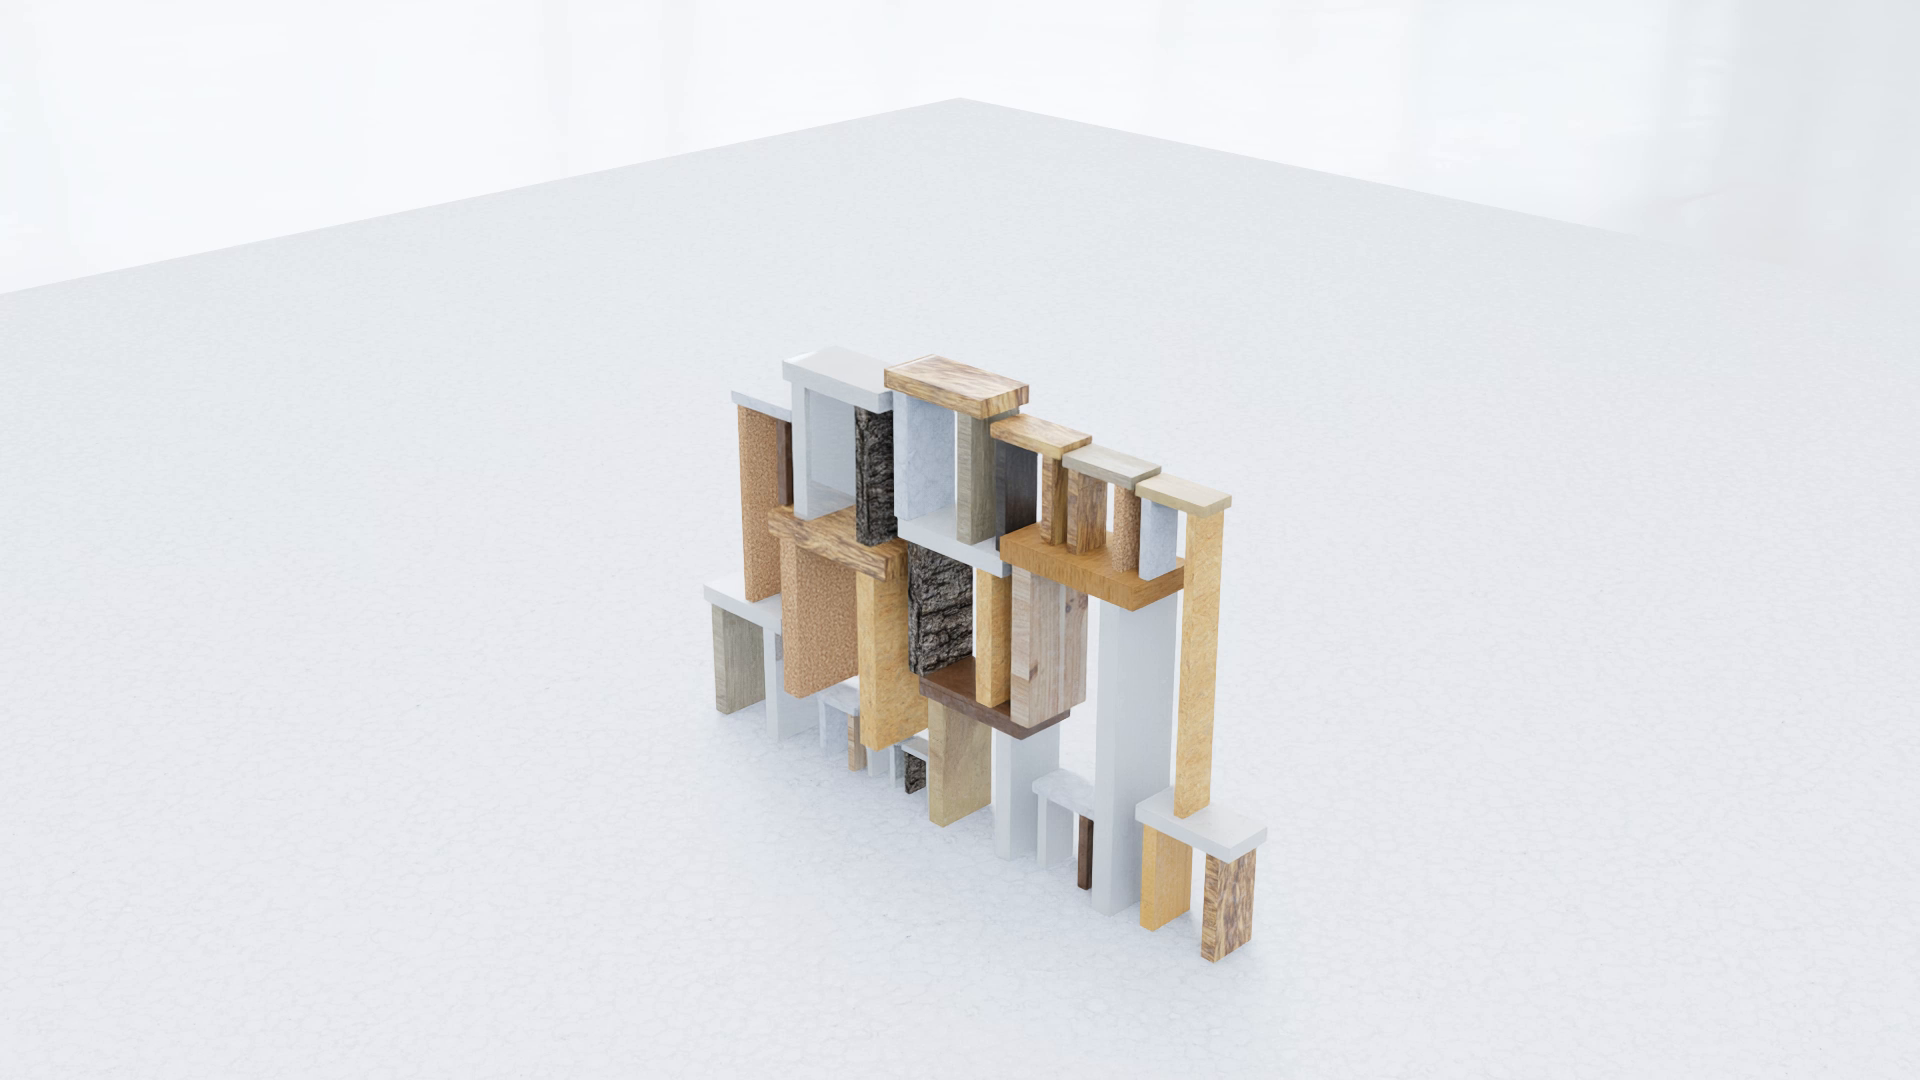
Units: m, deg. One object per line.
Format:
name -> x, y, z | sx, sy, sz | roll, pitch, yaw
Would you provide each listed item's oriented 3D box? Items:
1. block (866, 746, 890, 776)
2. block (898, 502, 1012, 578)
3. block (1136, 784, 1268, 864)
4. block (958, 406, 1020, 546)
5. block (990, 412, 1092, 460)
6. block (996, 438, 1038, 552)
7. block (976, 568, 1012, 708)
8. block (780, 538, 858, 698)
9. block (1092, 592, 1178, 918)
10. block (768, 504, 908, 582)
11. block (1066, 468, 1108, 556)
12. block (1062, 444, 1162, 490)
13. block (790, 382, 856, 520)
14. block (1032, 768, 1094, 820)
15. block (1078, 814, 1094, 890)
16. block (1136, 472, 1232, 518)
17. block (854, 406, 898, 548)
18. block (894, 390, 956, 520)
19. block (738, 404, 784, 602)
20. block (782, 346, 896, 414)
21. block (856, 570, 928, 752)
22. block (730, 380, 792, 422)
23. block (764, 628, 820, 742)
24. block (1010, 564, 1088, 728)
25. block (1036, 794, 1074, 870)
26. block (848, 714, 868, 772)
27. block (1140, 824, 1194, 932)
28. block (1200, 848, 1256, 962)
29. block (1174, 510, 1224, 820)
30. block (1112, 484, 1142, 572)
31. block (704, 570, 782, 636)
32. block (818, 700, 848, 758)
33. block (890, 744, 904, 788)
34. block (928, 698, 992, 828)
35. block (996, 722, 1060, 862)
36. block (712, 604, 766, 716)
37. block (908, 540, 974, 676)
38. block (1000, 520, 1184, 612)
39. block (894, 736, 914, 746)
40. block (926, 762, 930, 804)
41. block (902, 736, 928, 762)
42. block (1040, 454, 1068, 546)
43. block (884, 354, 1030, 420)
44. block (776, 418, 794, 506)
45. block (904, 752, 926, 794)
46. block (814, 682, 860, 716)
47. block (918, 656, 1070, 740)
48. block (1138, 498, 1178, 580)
block -> -0.170, 0.438, 4.596 | 0.052, 0.103, 0.015 | -21, 29, -40
block -> 0.028, -0.006, 4.197 | 0.140, 0.040, 0.280 | -21, 31, -41
block -> 0.434, 0.510, 3.964 | 0.217, 0.031, 0.108 | 21, 31, 41
block -> 0.053, -0.130, 4.110 | 0.128, 0.257, 0.036 | -21, 31, -41
block -> 0.146, -0.188, 3.981 | 0.172, 0.024, 0.086 | 21, 31, 40
block -> 0.105, -0.091, 4.066 | 0.024, 0.220, 0.086 | 21, 31, 41
block -> 0.094, 0.167, 4.199 | 0.140, 0.280, 0.040 | -21, 31, -40
block -> -0.288, 0.140, 4.594 | 0.176, 0.352, 0.050 | -21, 31, -40
block -> 0.320, 0.382, 4.043 | 0.046, 0.639, 0.161 | 21, 31, 41
block -> -0.206, -0.013, 4.438 | 0.176, 0.050, 0.352 | -21, 31, -40
block -> 0.229, -0.060, 3.944 | 0.023, 0.161, 0.081 | 21, 31, 41
block -> 0.267, -0.130, 3.873 | 0.161, 0.023, 0.081 | 21, 31, 41
block -> -0.270, -0.194, 4.437 | 0.142, 0.283, 0.040 | -20, 30, -40
block -> 0.223, 0.483, 4.188 | 0.158, 0.022, 0.079 | 21, 31, 41
block -> 0.260, 0.581, 4.189 | 0.022, 0.158, 0.079 | 21, 31, 41
block -> 0.383, -0.077, 3.775 | 0.151, 0.021, 0.076 | 21, 31, 41
block -> -0.138, -0.141, 4.311 | 0.142, 0.284, 0.040 | -21, 31, -40
block -> -0.068, -0.177, 4.222 | 0.128, 0.257, 0.036 | -21, 31, -41
block -> -0.417, -0.086, 4.637 | 0.093, 0.442, 0.026 | -21, 31, -41
block -> -0.203, -0.317, 4.312 | 0.142, 0.040, 0.283 | -20, 30, -40
block -> -0.123, 0.220, 4.446 | 0.176, 0.385, 0.050 | -21, 31, -40
block -> -0.373, -0.285, 4.505 | 0.186, 0.026, 0.093 | 20, 30, 40
block -> -0.358, 0.292, 4.741 | 0.037, 0.260, 0.130 | 21, 31, 41
block -> 0.169, 0.176, 4.123 | 0.161, 0.322, 0.046 | -21, 31, -41
block -> 0.185, 0.552, 4.258 | 0.022, 0.158, 0.079 | 21, 31, 41
block -> -0.204, 0.414, 4.615 | 0.019, 0.132, 0.066 | 21, 31, 41
block -> 0.383, 0.604, 4.060 | 0.031, 0.217, 0.108 | 21, 31, 41
block -> 0.485, 0.644, 3.966 | 0.031, 0.217, 0.108 | 21, 31, 41
block -> 0.419, 0.217, 3.862 | 0.021, 0.588, 0.076 | 21, 31, 41
block -> 0.305, -0.031, 3.875 | 0.023, 0.161, 0.081 | 21, 31, 41
block -> -0.420, 0.131, 4.739 | 0.260, 0.037, 0.130 | 21, 31, 41
block -> -0.267, 0.390, 4.672 | 0.066, 0.132, 0.019 | -21, 30, -41
block -> -0.122, 0.457, 4.550 | 0.052, 0.104, 0.015 | -21, 30, -40
block -> 0.001, 0.424, 4.406 | 0.039, 0.277, 0.139 | 21, 31, 41
block -> 0.132, 0.475, 4.286 | 0.039, 0.277, 0.139 | 21, 31, 41
block -> -0.481, 0.244, 4.854 | 0.037, 0.260, 0.130 | 21, 31, 41
block -> -0.037, 0.115, 4.320 | 0.040, 0.280, 0.140 | 21, 31, 41
block -> 0.244, 0.037, 3.979 | 0.322, 0.046, 0.161 | 21, 31, 41
block -> -0.148, 0.393, 4.550 | 0.104, 0.015, 0.052 | 21, 31, 40
block -> -0.046, 0.489, 4.486 | 0.014, 0.096, 0.048 | 21, 31, 41
block -> -0.069, 0.429, 4.485 | 0.096, 0.014, 0.048 | 21, 31, 41
block -> 0.186, -0.082, 3.981 | 0.024, 0.172, 0.086 | 21, 31, 41
block -> -0.008, -0.288, 4.109 | 0.128, 0.036, 0.256 | -21, 31, -41
block -> -0.330, -0.170, 4.507 | 0.093, 0.186, 0.026 | -20, 30, -40
block -> -0.092, 0.471, 4.528 | 0.014, 0.096, 0.048 | 21, 31, 41
block -> -0.240, 0.331, 4.615 | 0.066, 0.019, 0.132 | -21, 29, -40
block -> 0.066, 0.304, 4.285 | 0.277, 0.039, 0.139 | 21, 31, 41
block -> 0.348, -0.011, 3.842 | 0.021, 0.151, 0.076 | 21, 31, 41
